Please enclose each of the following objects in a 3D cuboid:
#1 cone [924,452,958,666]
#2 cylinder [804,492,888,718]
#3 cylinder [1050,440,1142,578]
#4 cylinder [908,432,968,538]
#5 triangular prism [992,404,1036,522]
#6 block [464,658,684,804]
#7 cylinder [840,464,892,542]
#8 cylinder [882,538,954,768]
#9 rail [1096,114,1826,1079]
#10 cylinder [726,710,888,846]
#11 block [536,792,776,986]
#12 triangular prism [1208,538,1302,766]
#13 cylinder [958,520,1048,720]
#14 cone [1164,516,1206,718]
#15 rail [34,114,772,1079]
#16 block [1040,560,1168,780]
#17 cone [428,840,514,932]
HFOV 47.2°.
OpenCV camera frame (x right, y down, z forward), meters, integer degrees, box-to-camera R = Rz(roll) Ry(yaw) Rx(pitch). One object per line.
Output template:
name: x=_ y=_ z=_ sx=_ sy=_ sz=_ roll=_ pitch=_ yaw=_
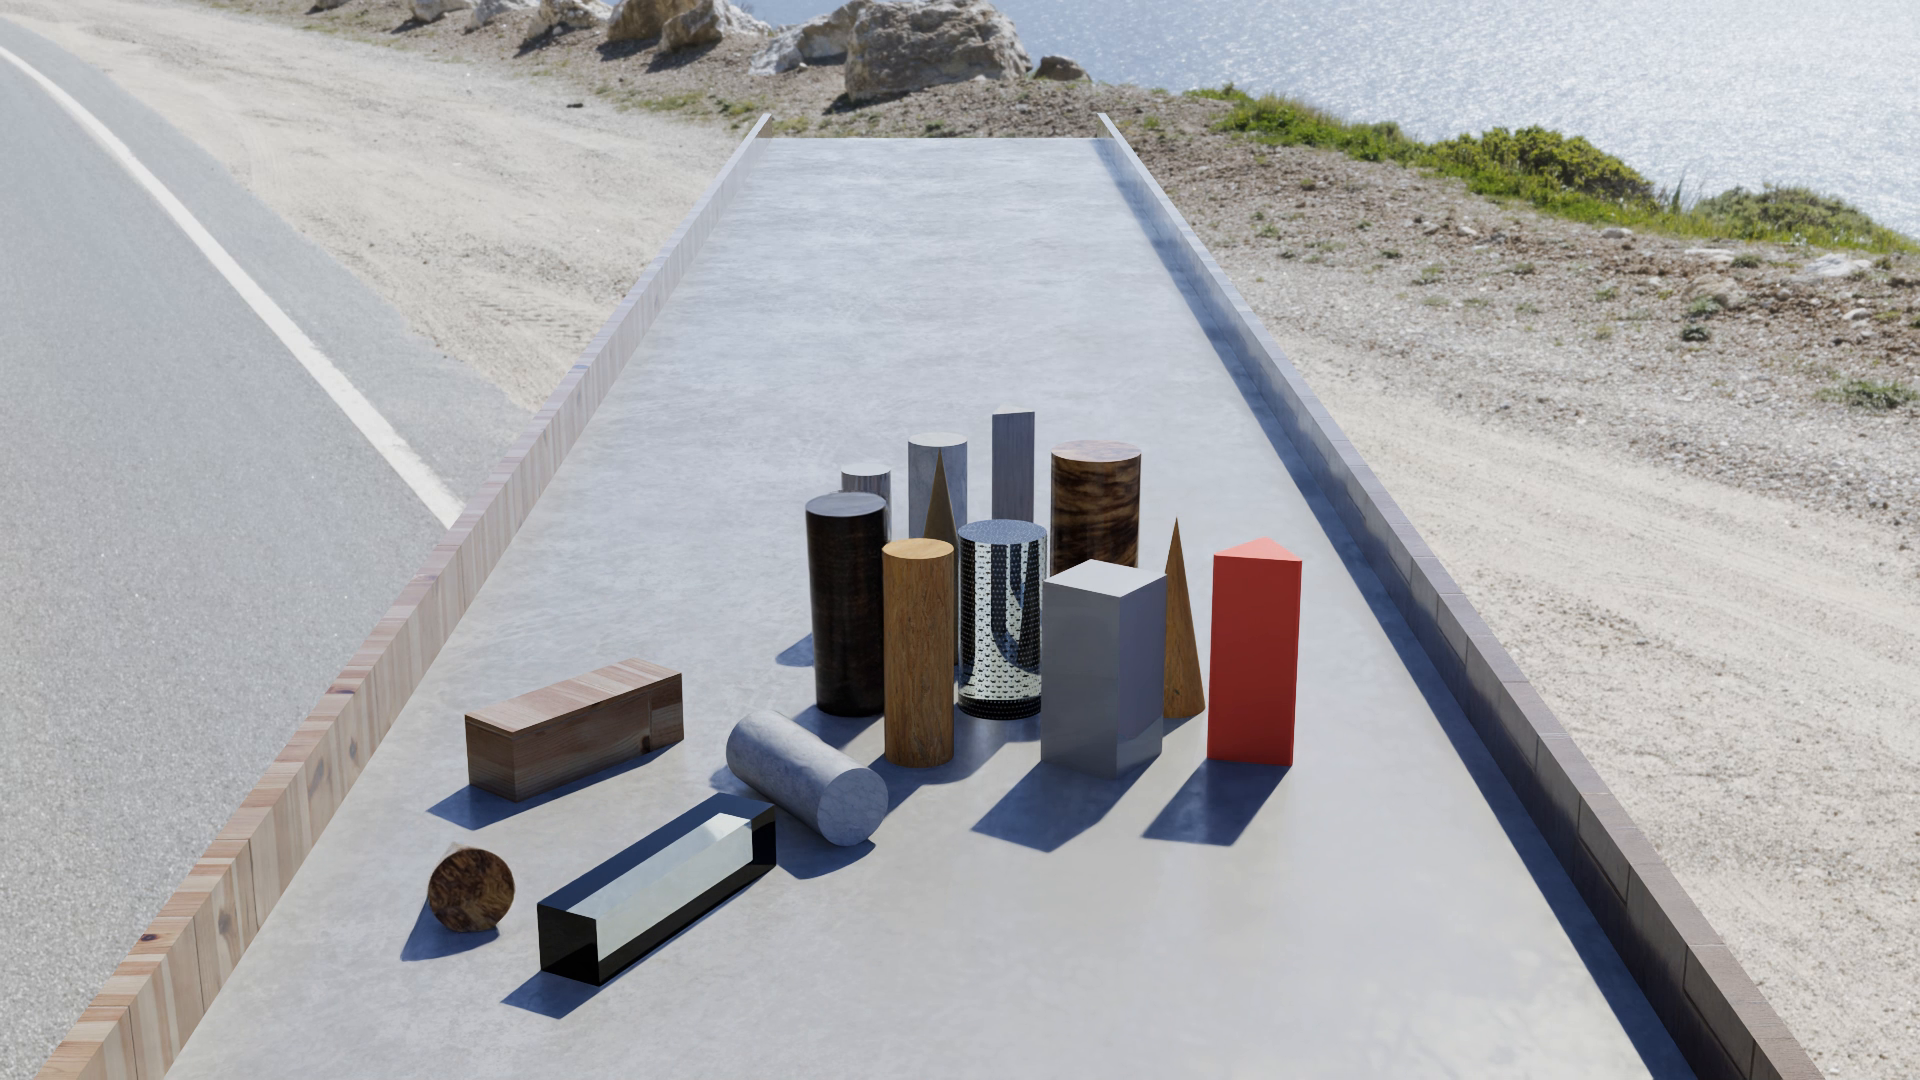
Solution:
cone: x=-0.039 y=0.022 z=4.393 sx=0.159 sy=0.433 sz=0.159 roll=0 pitch=17 yaw=0
cylinder: x=-0.204 y=0.121 z=4.116 sx=0.150 sy=0.395 sz=0.150 roll=-2 pitch=19 yaw=1
cylinder: x=0.268 y=0.029 z=4.381 sx=0.178 sy=0.427 sz=0.178 roll=0 pitch=17 yaw=0
cylinder: x=-0.049 y=-0.070 z=4.906 sx=0.131 sy=0.318 sz=0.131 roll=0 pitch=17 yaw=0
triangular prism: x=0.099 y=-0.054 z=4.613 sx=0.091 sy=0.454 sz=0.079 roll=-5 pitch=17 yaw=-16
block: x=-0.676 y=0.331 z=3.888 sx=0.129 sy=0.129 sz=0.384 roll=14 pitch=21 yaw=38
cylinder: x=-0.198 y=0.004 z=4.655 sx=0.105 sy=0.318 sz=0.105 roll=0 pitch=17 yaw=0
cylinder: x=-0.073 y=0.199 z=3.880 sx=0.124 sy=0.386 sz=0.124 roll=0 pitch=17 yaw=0
rail: x=0.932 y=-0.844 z=7.801 sx=0.050 sy=0.150 sz=12.000 roll=0 pitch=17 yaw=-1
cylinder: x=-0.259 y=0.393 z=3.671 sx=0.133 sy=0.133 sz=0.315 roll=-11 pitch=20 yaw=-32
block: x=-0.446 y=0.516 z=3.306 sx=0.105 sy=0.105 sz=0.456 roll=9 pitch=19 yaw=27
triangular prism: x=0.529 y=0.194 z=3.909 sx=0.150 sy=0.379 sz=0.130 roll=4 pitch=17 yaw=13
cylinder: x=0.079 y=0.149 z=4.127 sx=0.166 sy=0.342 sz=0.166 roll=0 pitch=17 yaw=0
cone: x=0.401 y=0.134 z=4.116 sx=0.130 sy=0.377 sz=0.130 roll=0 pitch=17 yaw=0
rail: x=-1.118 y=-0.838 z=7.780 sx=0.050 sy=0.150 sz=12.000 roll=0 pitch=17 yaw=-1
block: x=0.253 y=0.226 z=3.878 sx=0.157 sy=0.335 sz=0.157 roll=11 pitch=20 yaw=34
cone: x=-0.774 y=0.504 z=3.422 sx=0.126 sy=0.126 sz=0.340 roll=-5 pitch=7 yaw=-17
